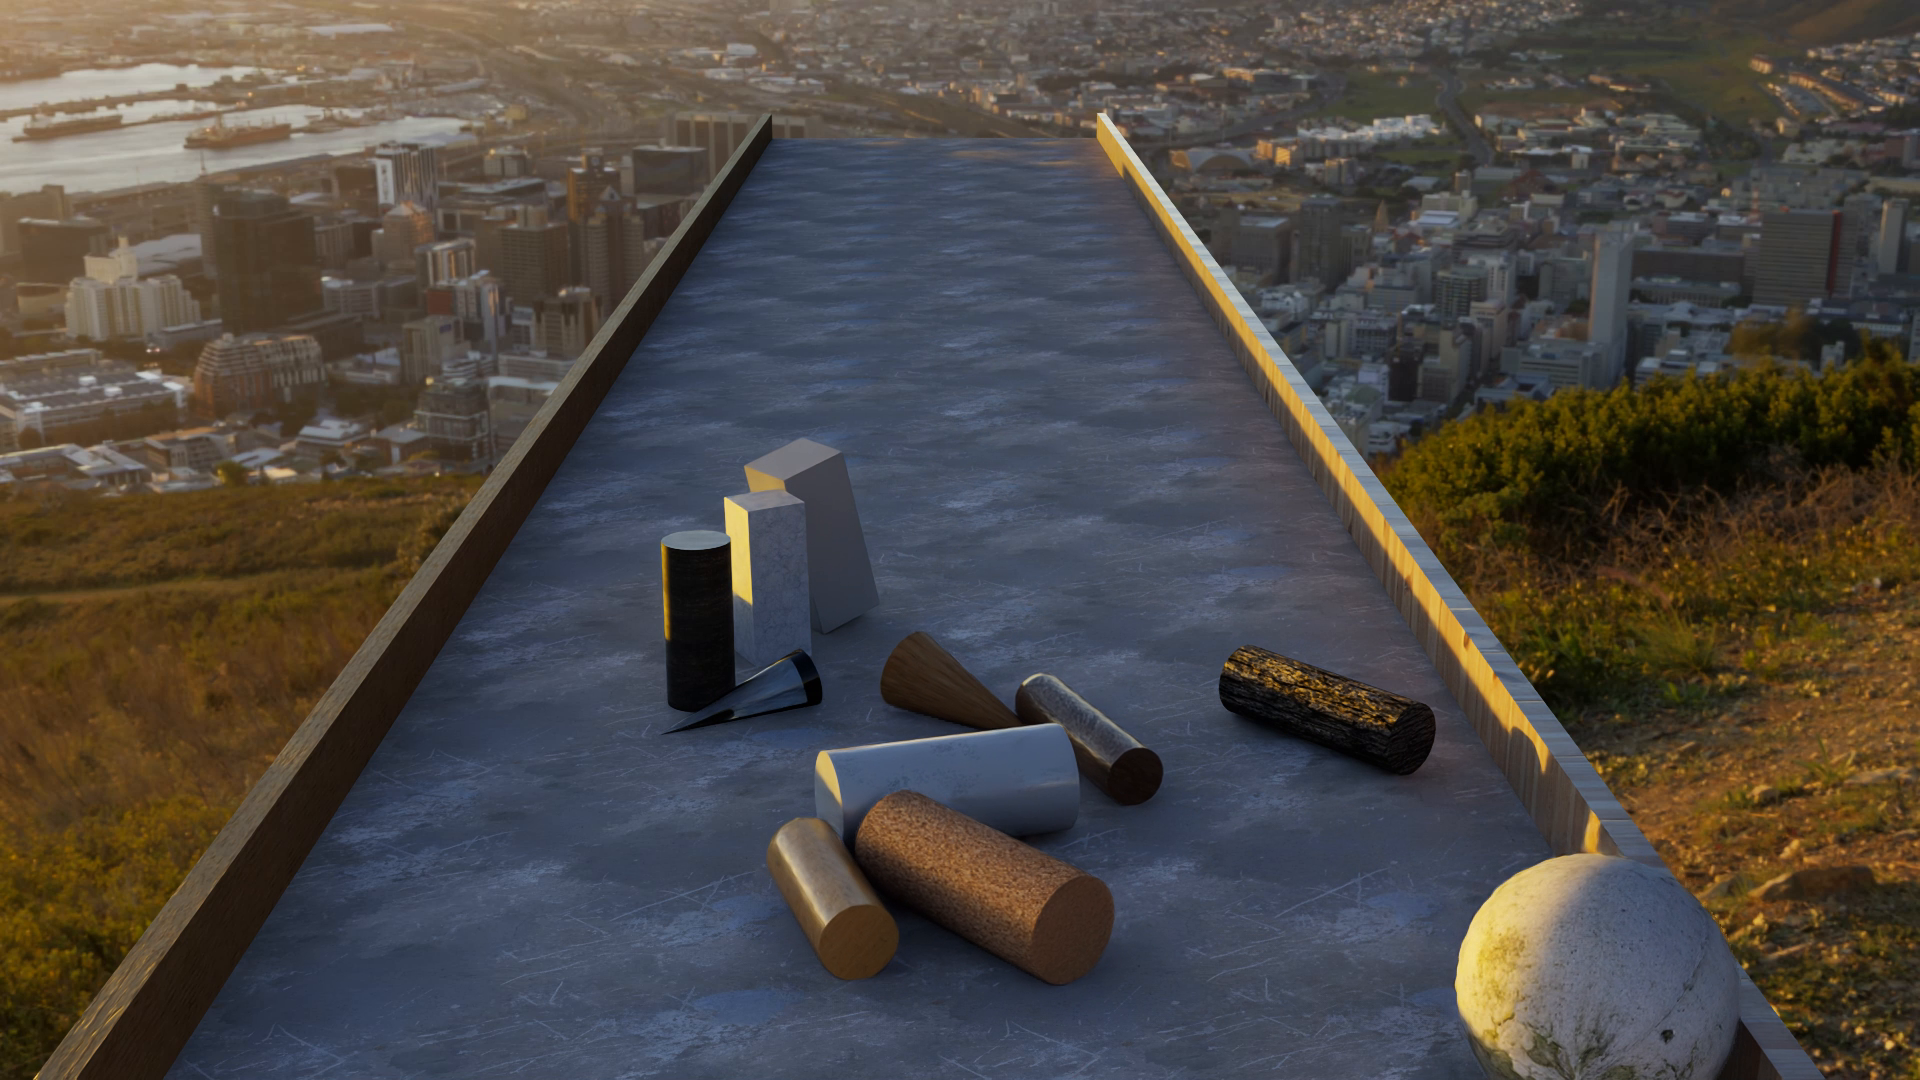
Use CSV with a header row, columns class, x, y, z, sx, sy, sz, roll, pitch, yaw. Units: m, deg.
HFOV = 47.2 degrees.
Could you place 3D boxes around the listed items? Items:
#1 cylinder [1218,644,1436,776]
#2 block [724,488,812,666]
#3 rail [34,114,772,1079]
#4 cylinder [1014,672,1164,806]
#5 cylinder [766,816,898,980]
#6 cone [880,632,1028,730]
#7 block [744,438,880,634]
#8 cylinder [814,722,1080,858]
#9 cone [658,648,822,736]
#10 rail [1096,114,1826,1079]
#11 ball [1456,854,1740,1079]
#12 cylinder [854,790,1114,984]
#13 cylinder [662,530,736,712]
class,x,y,z,sx,sy,sz,roll,pitch,yaw
cylinder,0.659,0.304,3.975,0.132,0.132,0.398,-14,21,-38
block,-0.384,0.074,4.408,0.122,0.322,0.122,-10,19,-26
rail,-1.118,-0.838,7.780,0.050,0.150,12.000,0,17,-1
cylinder,0.222,0.346,3.881,0.104,0.104,0.397,-7,18,-21
cylinder,-0.192,0.525,3.256,0.117,0.117,0.320,-5,17,-17
cone,0.032,0.307,4.065,0.347,0.150,0.150,27,29,32
block,-0.307,-0.009,4.584,0.150,0.357,0.150,-28,29,-29
cylinder,-0.022,0.405,3.553,0.393,0.177,0.177,-5,17,-18
cone,-0.421,0.308,4.092,0.317,0.113,0.113,-20,24,-26
rail,0.932,-0.844,7.801,0.050,0.150,12.000,0,17,-1
ball,0.792,0.562,2.740,0.340,0.340,0.340,0,17,0
cylinder,0.030,0.506,3.243,0.161,0.161,0.401,-14,21,-38
cylinder,-0.493,0.153,4.152,0.130,0.320,0.130,0,17,0
